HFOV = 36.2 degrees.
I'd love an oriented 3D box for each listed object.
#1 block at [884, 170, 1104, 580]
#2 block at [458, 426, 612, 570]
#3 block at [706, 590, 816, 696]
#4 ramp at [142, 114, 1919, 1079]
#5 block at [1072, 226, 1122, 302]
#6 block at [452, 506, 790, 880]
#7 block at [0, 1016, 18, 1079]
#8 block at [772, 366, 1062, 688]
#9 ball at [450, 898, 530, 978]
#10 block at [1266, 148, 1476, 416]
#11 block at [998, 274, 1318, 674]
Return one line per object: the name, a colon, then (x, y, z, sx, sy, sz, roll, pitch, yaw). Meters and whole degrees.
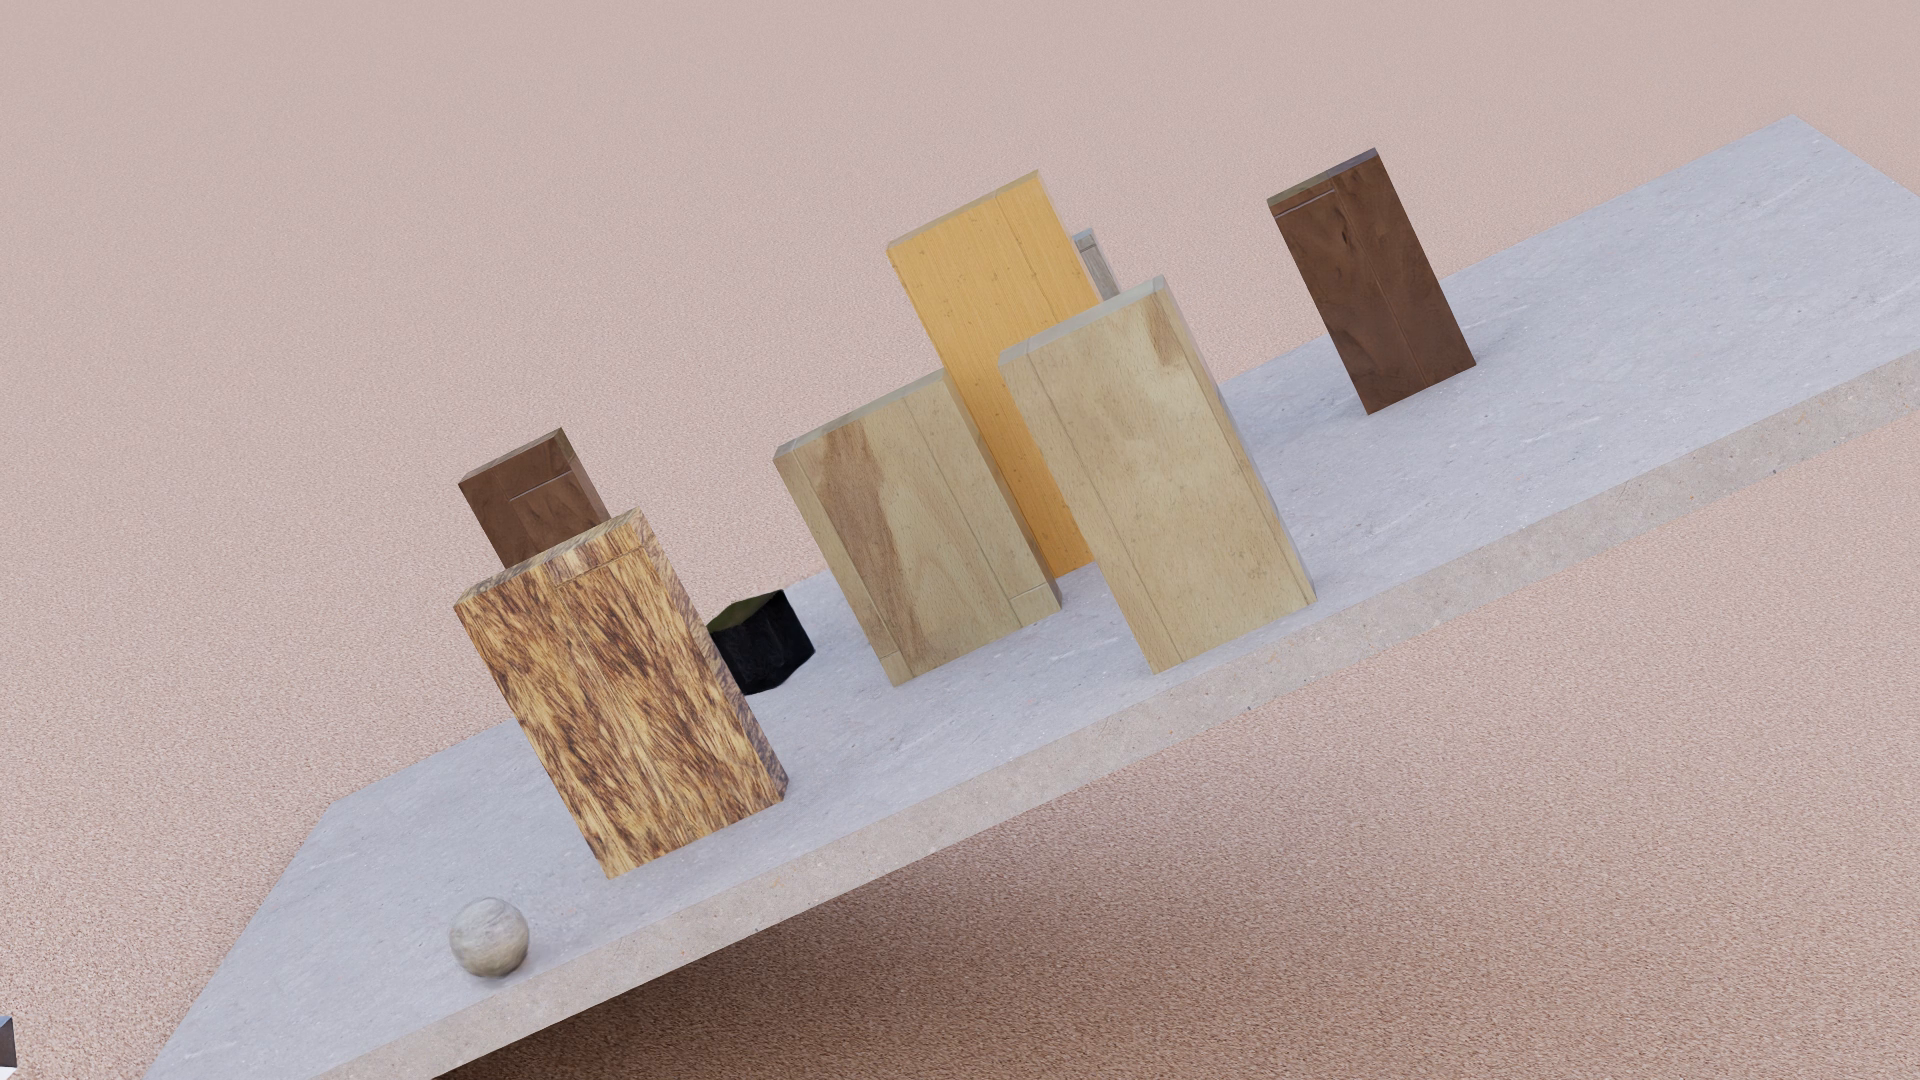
block: (0.181, -0.344, 6.185, 0.350, 0.789, 0.102, -25, 14, 10)
block: (-0.953, 0.064, 7.215, 0.269, 0.625, 0.099, -25, 14, 10)
block: (-0.465, 0.237, 6.619, 0.166, 0.166, 0.166, -16, 18, 39)
ramp: (0.139, 0.168, 6.281, 4.000, 0.100, 2.000, -25, 14, 10)
block: (0.258, -0.367, 6.605, 0.357, 0.564, 0.086, -25, 14, 10)
block: (-0.658, 0.303, 5.755, 0.390, 0.629, 0.116, -25, 14, 10)
block: (-2.101, 1.093, 6.270, 0.122, 0.122, 0.122, 3, 17, 10)
block: (-0.084, -0.025, 6.045, 0.387, 0.542, 0.108, -25, 14, 10)
ball: (-0.890, 0.753, 5.565, 0.150, 0.150, 0.150, 0, 17, 0)
block: (0.871, -0.546, 6.227, 0.251, 0.498, 0.099, -25, 14, 10)
block: (0.359, -0.116, 5.320, 0.327, 0.640, 0.128, -25, 14, 10)
